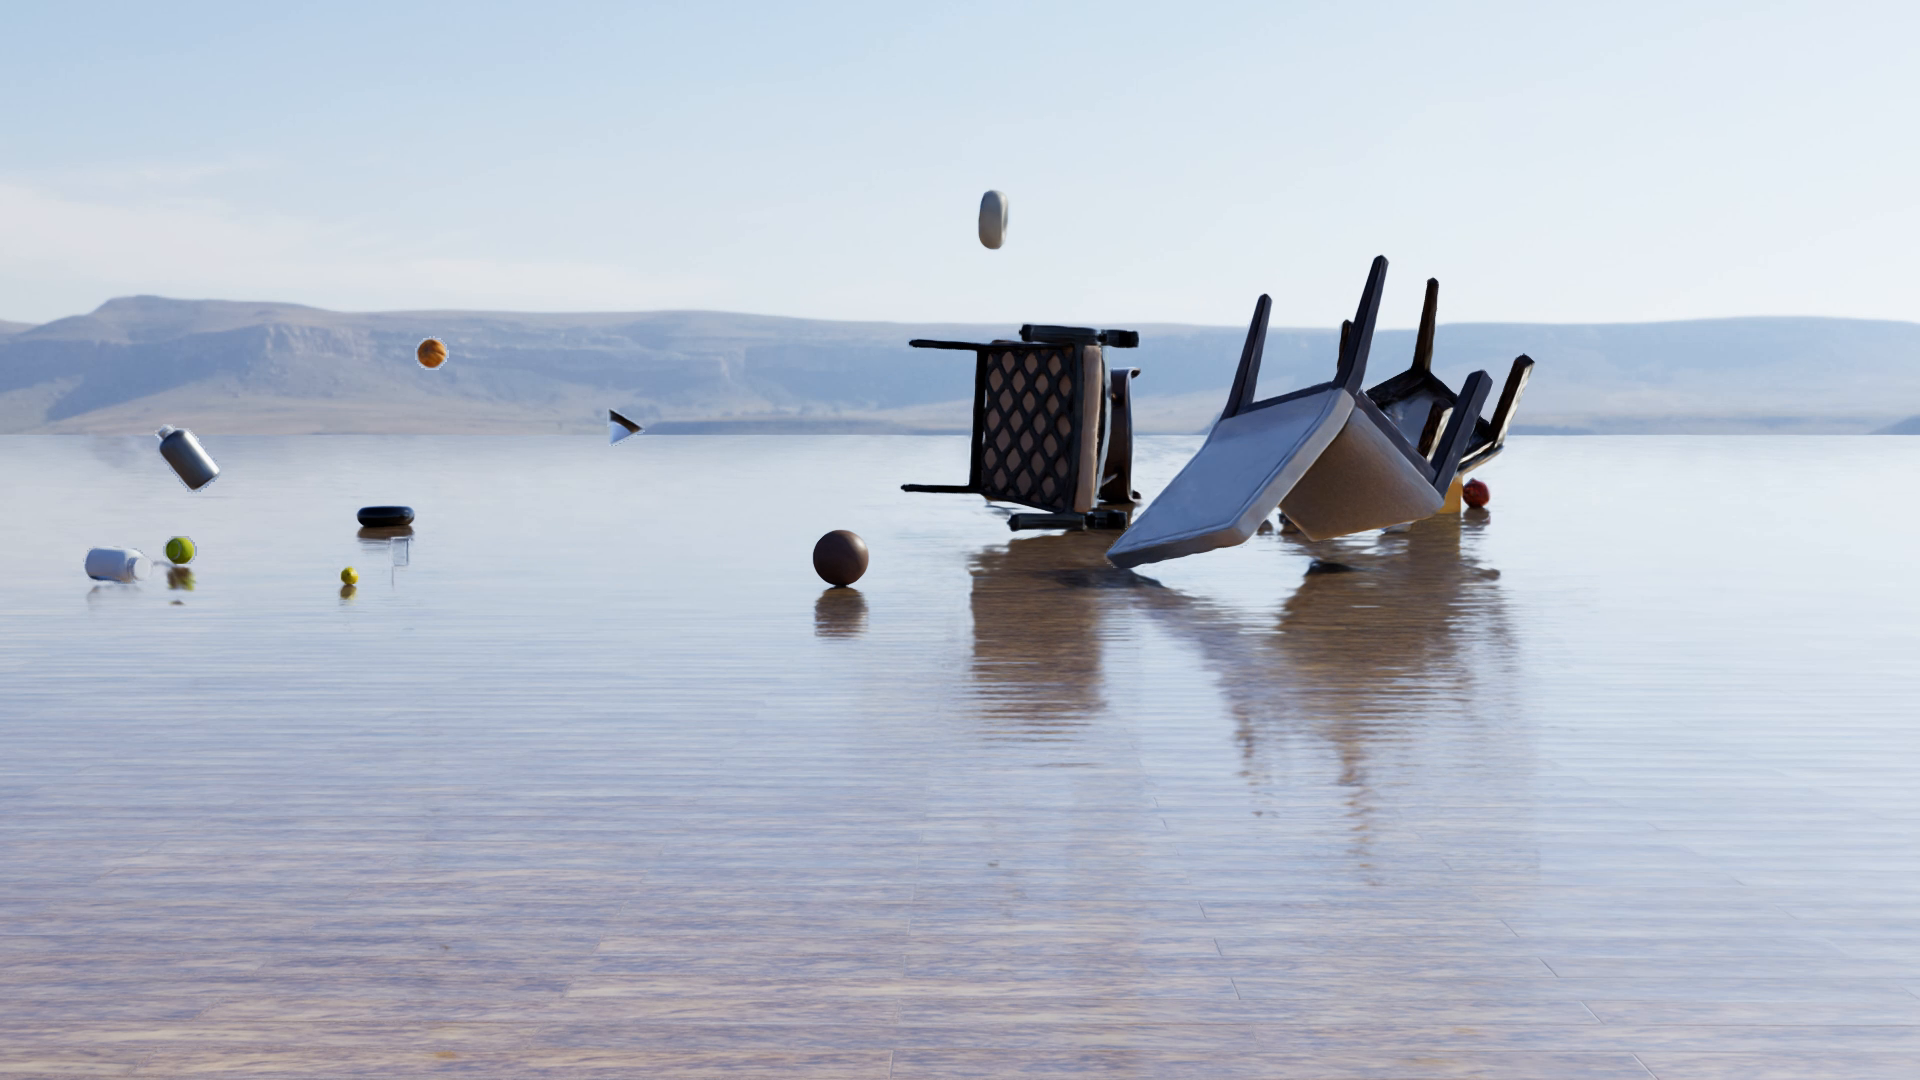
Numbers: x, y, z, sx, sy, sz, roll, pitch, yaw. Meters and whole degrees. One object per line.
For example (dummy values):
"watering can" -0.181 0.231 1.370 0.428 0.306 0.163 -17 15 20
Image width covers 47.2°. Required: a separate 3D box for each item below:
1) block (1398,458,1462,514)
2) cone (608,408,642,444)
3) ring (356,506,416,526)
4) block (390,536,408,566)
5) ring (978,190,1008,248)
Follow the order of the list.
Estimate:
"block" 1.721 -0.200 8.047 0.157 0.192 0.165 -2 4 -28
"cone" -1.319 -0.420 8.499 0.154 0.115 0.155 31 -1 -31
"ring" -1.892 -0.080 7.251 0.173 0.064 0.208 1 3 27
"block" -1.427 0.029 5.600 0.037 0.071 0.067 -2 4 -19
"ring" 0.111 -1.061 7.281 0.081 0.154 0.232 9 -36 8
